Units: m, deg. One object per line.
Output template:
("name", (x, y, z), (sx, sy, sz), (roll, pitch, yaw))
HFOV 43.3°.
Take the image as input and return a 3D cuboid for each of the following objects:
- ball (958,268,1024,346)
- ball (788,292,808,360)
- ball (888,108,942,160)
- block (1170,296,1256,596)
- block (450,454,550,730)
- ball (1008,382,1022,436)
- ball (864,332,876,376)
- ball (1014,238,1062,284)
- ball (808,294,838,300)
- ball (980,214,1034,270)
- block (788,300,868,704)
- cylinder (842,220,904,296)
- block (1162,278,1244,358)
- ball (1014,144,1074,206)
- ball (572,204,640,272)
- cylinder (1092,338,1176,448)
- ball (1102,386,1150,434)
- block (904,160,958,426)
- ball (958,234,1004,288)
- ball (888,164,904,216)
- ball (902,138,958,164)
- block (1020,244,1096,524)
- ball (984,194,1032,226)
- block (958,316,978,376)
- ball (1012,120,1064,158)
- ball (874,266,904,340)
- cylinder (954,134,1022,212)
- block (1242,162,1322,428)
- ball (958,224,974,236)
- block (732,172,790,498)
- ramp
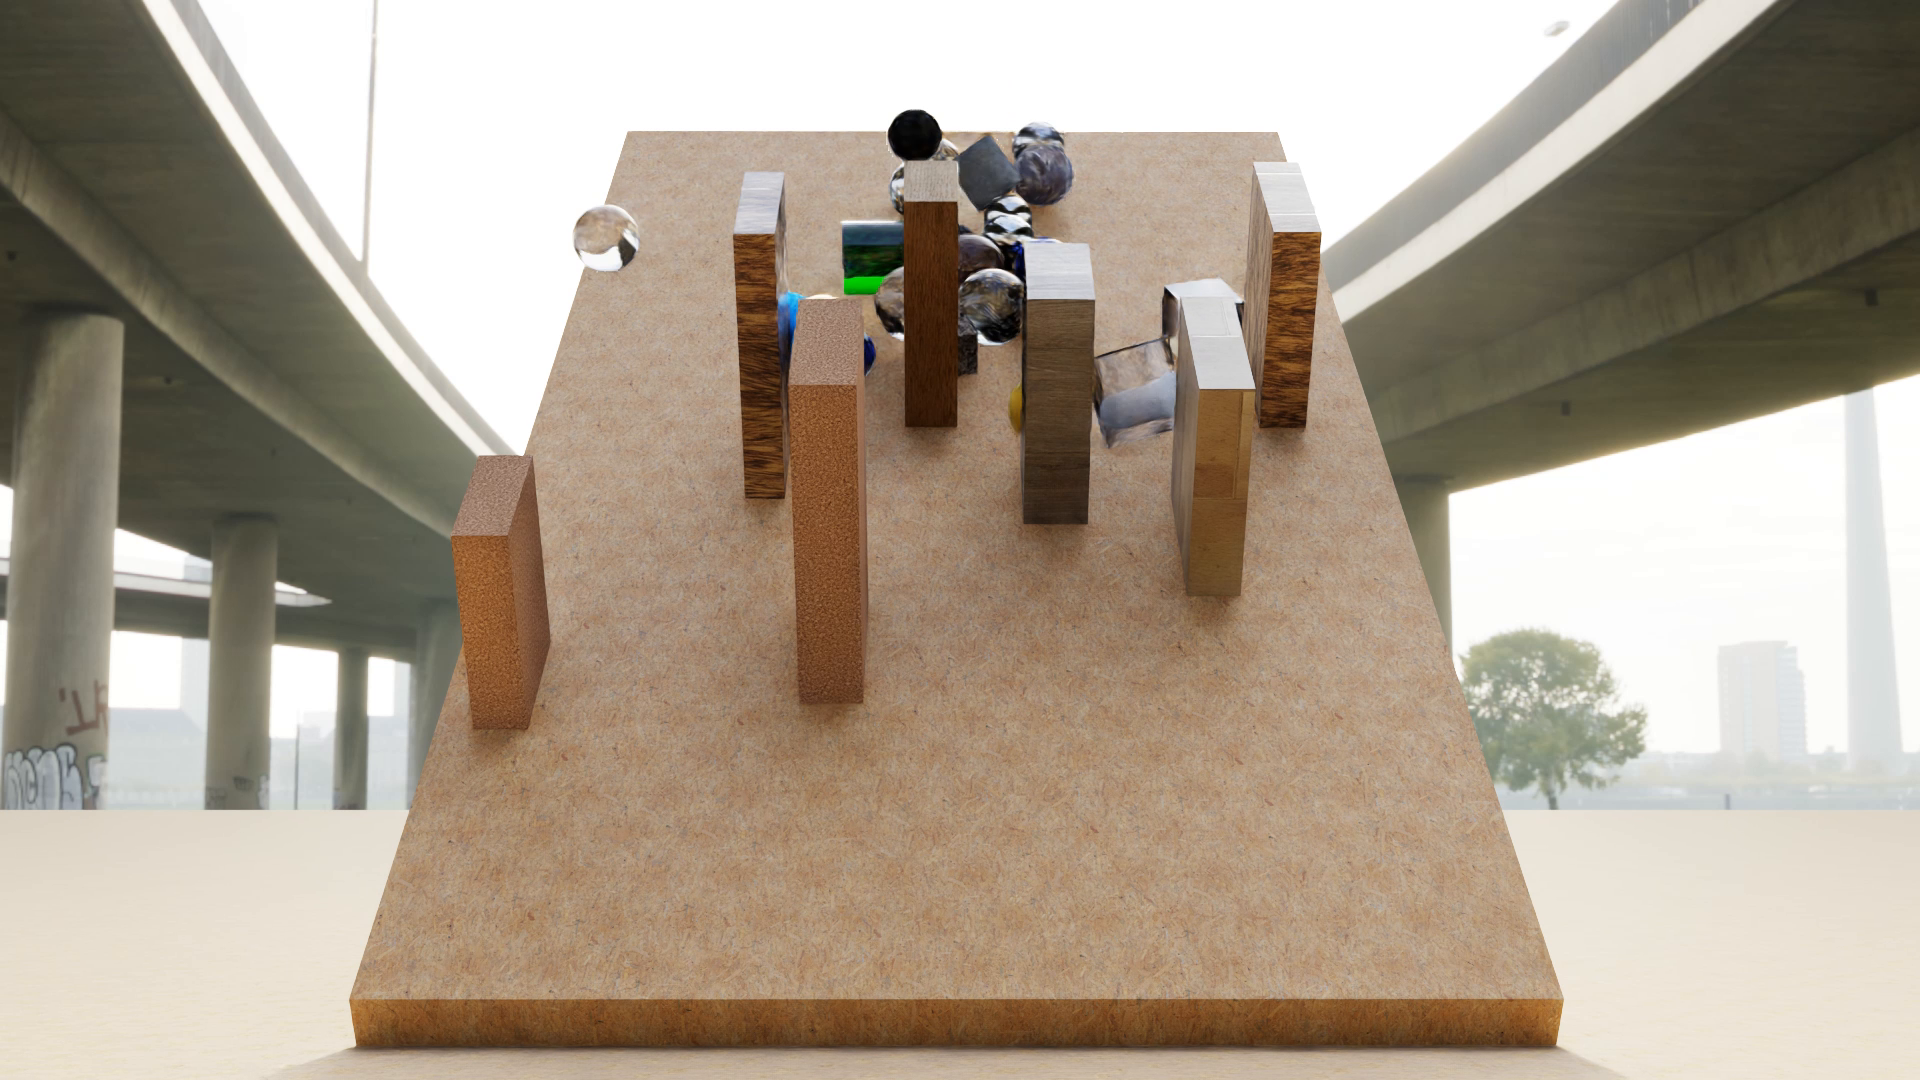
("ball", (0.082, -0.586, 6.085), (0.193, 0.193, 0.193), (0, -6, 0))
("ball", (-0.417, -0.490, 5.724), (0.197, 0.197, 0.197), (0, -6, 0))
("ball", (-0.125, -1.121, 6.710), (0.150, 0.150, 0.150), (0, -6, 0))
("block", (0.533, -0.204, 5.148), (0.112, 0.486, 0.445), (0, 30, 0))
("block", (-0.882, 0.099, 4.674), (0.104, 0.431, 0.312), (0, 30, 0))
("ball", (0.193, -0.304, 5.618), (0.164, 0.164, 0.164), (0, -6, 0))
("ball", (-0.277, -0.454, 5.916), (0.140, 0.140, 0.140), (0, -6, 0))
("ball", (0.221, -0.716, 6.352), (0.157, 0.157, 0.157), (0, -6, 0))
("ball", (-0.342, -0.536, 6.016), (0.148, 0.148, 0.148), (0, -6, 0))
("ball", (0.128, -0.801, 6.506), (0.149, 0.149, 0.149), (0, -6, 0))
("block", (-0.251, -0.074, 4.713), (0.124, 0.695, 0.372), (0, 30, 0))
("cylinder", (-0.211, -0.742, 6.353), (0.193, 0.193, 0.193), (-2, -6, -2))
("block", (0.607, -0.550, 6.075), (0.152, 0.152, 0.152), (-9, 32, -16))
("ball", (0.235, -1.039, 6.889), (0.176, 0.176, 0.176), (0, -6, 0))
("ball", (-0.949, -0.809, 6.481), (0.181, 0.181, 0.181), (0, -6, 0))
("cylinder", (0.405, -0.336, 5.532), (0.207, 0.207, 0.207), (-16, 1, 0))
("ball", (0.390, -0.306, 5.693), (0.113, 0.113, 0.113), (0, -6, 0))
("block", (-0.068, -0.579, 5.704), (0.124, 0.573, 0.254), (0, 30, 0))
("ball", (0.026, -0.710, 6.317), (0.181, 0.181, 0.181), (0, -6, 0))
("ball", (-0.114, -0.985, 6.797), (0.172, 0.172, 0.172), (0, -6, 0))
("ball", (-0.081, -1.076, 6.955), (0.171, 0.171, 0.171), (0, -6, 0))
("block", (0.211, -0.344, 5.329), (0.142, 0.544, 0.294), (0, 30, 0))
("ball", (0.132, -0.882, 6.658), (0.137, 0.137, 0.137), (0, -6, 0))
("block", (-0.025, -0.477, 5.989), (0.109, 0.109, 0.109), (-8, 31, -14))
("ball", (0.230, -1.157, 7.114), (0.153, 0.153, 0.153), (0, -6, 0))
("ball", (-0.119, -0.597, 6.109), (0.194, 0.194, 0.194), (0, -6, 0))
("cylinder", (0.067, -1.018, 6.717), (0.153, 0.153, 0.153), (-36, 1, 1))
("block", (0.765, -0.591, 5.798), (0.110, 0.502, 0.430), (0, 30, 0))
("ball", (-0.019, -0.773, 6.459), (0.143, 0.143, 0.143), (0, -6, 0))
("block", (-0.438, -0.458, 5.425), (0.088, 0.641, 0.353), (0, 30, 0))
("ramp", (-0.013, -0.208, 5.734), (2.000, 0.100, 4.000), (0, 30, 0))
